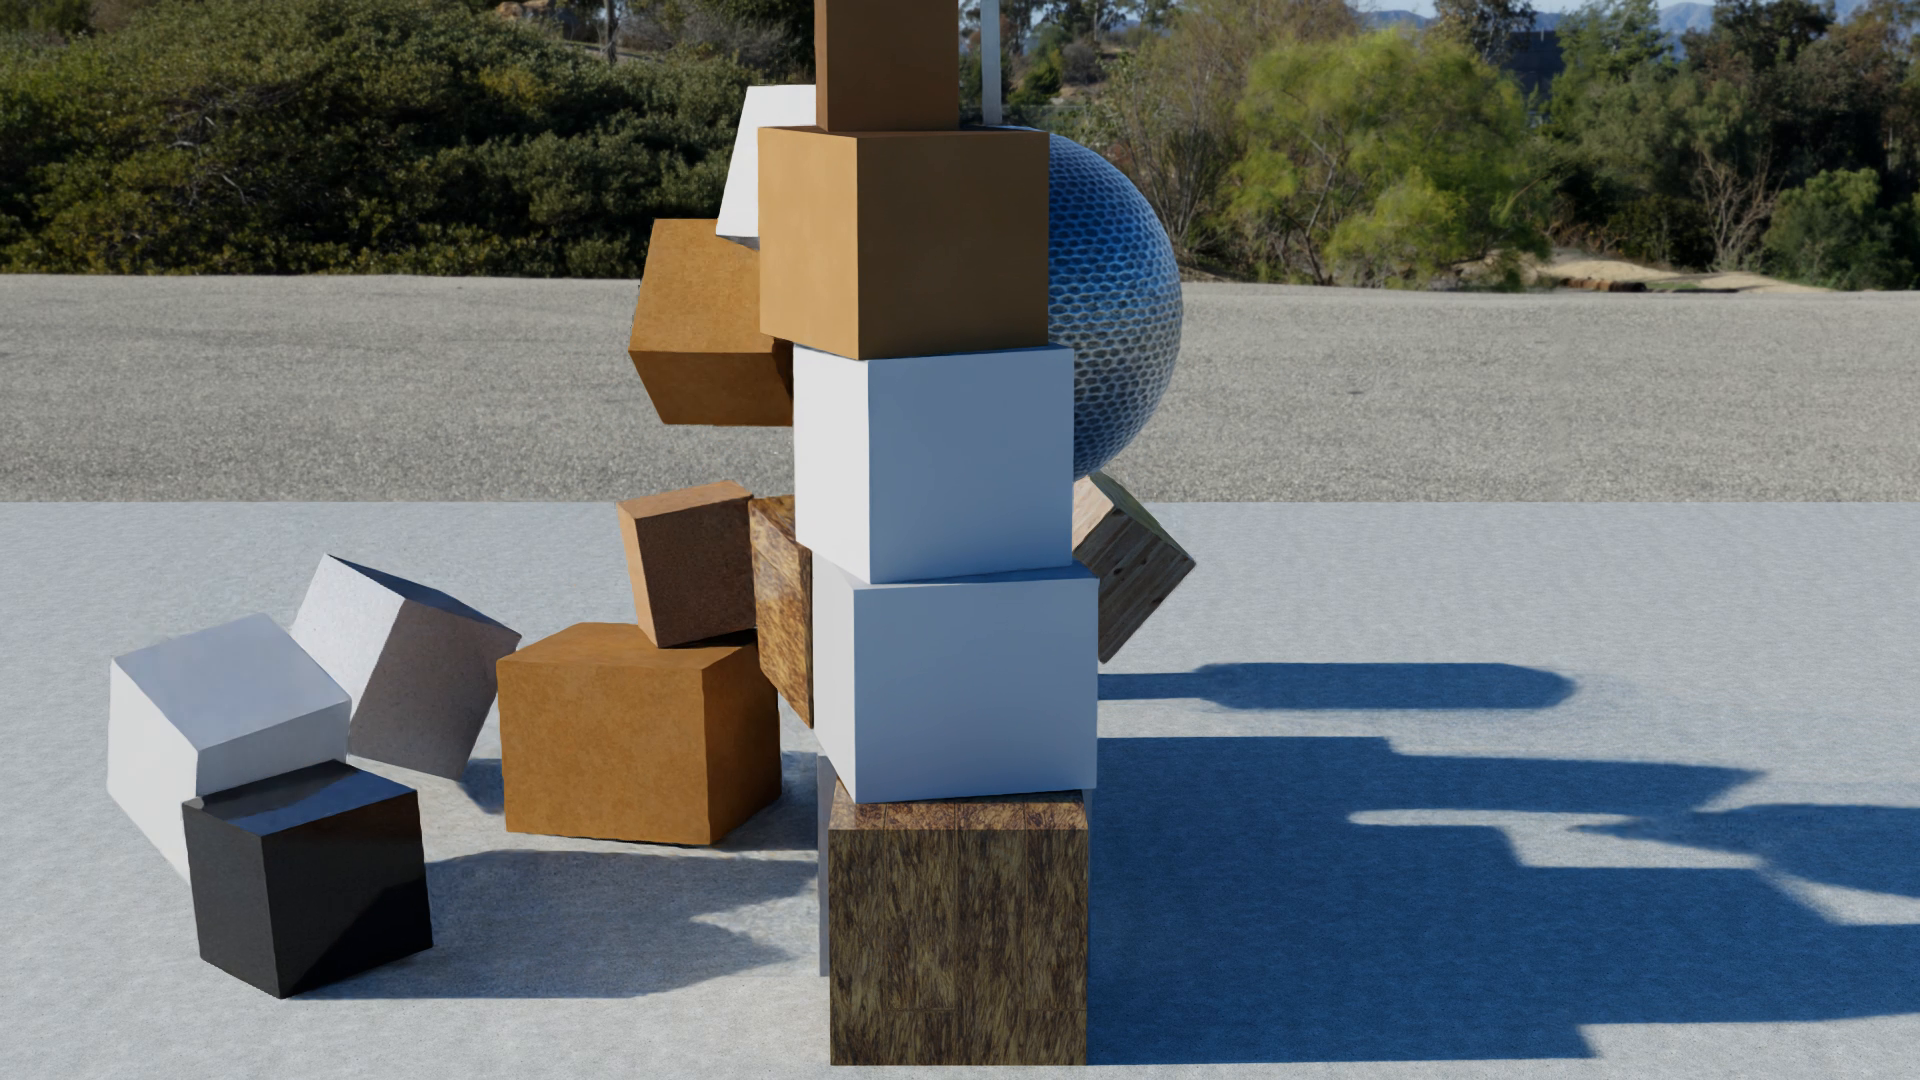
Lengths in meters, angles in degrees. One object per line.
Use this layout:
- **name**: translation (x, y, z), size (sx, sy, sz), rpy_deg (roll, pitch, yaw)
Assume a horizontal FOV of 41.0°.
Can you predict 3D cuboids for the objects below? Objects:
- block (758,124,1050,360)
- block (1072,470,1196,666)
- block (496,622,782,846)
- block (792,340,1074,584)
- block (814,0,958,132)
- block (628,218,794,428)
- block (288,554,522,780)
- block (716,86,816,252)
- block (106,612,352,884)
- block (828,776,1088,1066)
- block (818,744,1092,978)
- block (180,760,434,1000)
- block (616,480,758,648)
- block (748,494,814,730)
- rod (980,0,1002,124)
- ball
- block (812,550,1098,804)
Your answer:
- **block**: translation (-0.220, -1.137, 9.569), size (0.779, 0.780, 0.853), rpy_deg (-6, 14, -28)
- **block**: translation (0.659, 0.046, 14.715), size (0.856, 0.791, 0.790), rpy_deg (33, 12, -45)
- **block**: translation (-1.511, 0.901, 12.225), size (1.036, 0.823, 0.895), rpy_deg (2, 10, 18)
- **block**: translation (-0.111, -0.349, 9.698), size (0.808, 0.815, 0.815), rpy_deg (-5, 13, -22)
- **block**: translation (-0.279, -1.789, 9.577), size (0.482, 0.492, 0.511), rpy_deg (-2, 12, -8)
- **block**: translation (-1.033, -0.965, 11.426), size (0.639, 0.695, 0.617), rpy_deg (2, -28, 11)
- **block**: translation (-2.820, 0.636, 12.737), size (0.689, 0.796, 0.788), rpy_deg (23, 0, 39)
- **block**: translation (-0.535, -1.432, 10.264), size (0.529, 0.615, 0.565), rpy_deg (9, -5, 43)
- **block**: translation (-3.149, 0.882, 11.033), size (0.726, 0.725, 0.704), rpy_deg (-20, 45, -41)
- **block**: translation (-0.006, 1.371, 9.570), size (0.917, 0.879, 0.916), rpy_deg (0, 10, 0)
- **block**: translation (-0.017, 1.187, 10.528), size (1.066, 0.898, 1.026), rpy_deg (0, 10, 0)
- **block**: translation (-2.599, 1.336, 10.228), size (0.684, 0.664, 0.640), rpy_deg (-15, 18, -41)
- **block**: translation (-1.270, 0.106, 12.316), size (0.576, 0.626, 0.568), rpy_deg (-12, 12, -14)
- **block**: translation (-0.405, 0.248, 10.665), size (0.724, 0.753, 0.825), rpy_deg (-8, 17, -17)
- **rod**: translation (0.069, -4.317, 10.395), size (0.080, 5.200, 0.080), rpy_deg (-1, 10, 0)
- **ball**: translation (0.159, -0.973, 11.003), size (1.600, 1.600, 1.600), rpy_deg (0, 10, 0)
- **block**: translation (-0.038, 0.454, 9.813), size (0.911, 0.804, 0.944), rpy_deg (-3, 12, -12)
